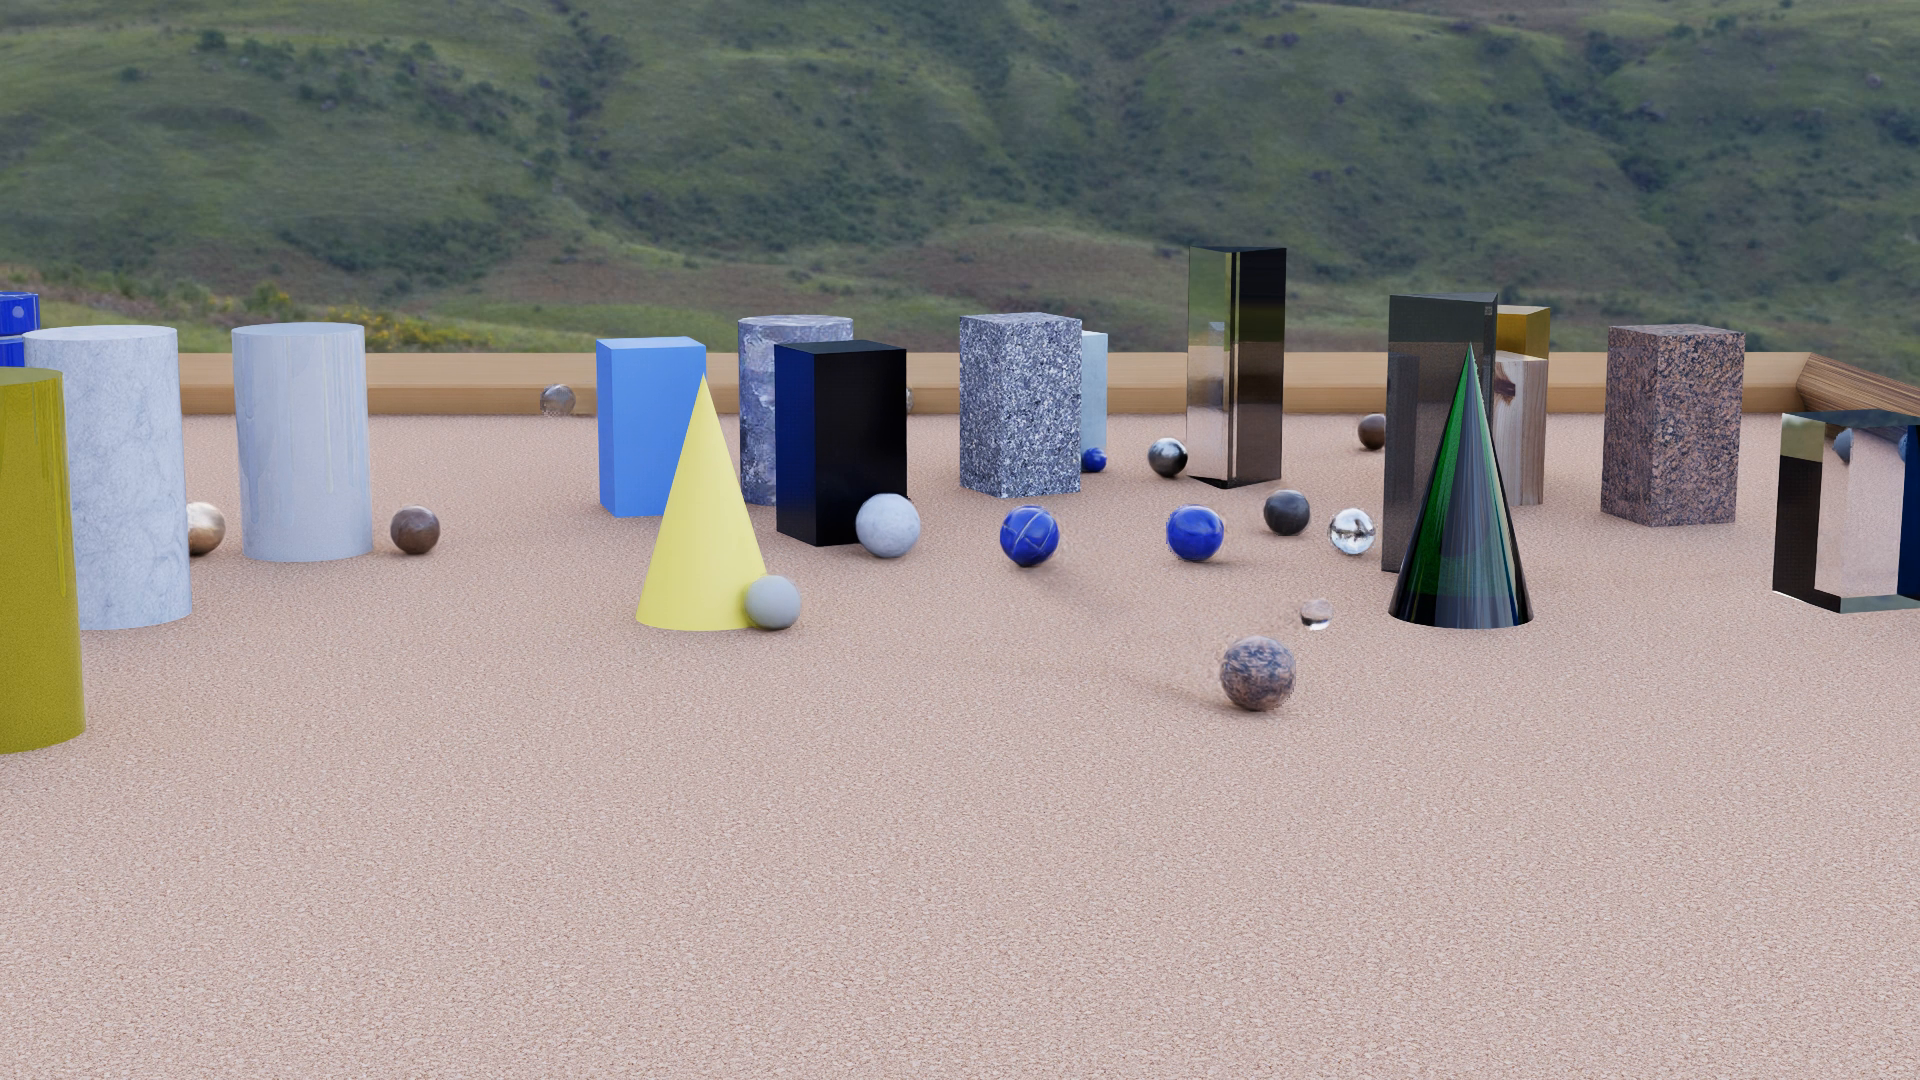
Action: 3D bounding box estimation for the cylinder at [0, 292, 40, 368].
[{"bbox_3d":[-1.445,-0.162,3.776,0.193,0.391,0.193,0,11,0],"label":"cylinder"}]

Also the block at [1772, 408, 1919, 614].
[{"bbox_3d":[1.230,-0.042,3.510,0.154,0.251,0.154,-3,11,-17],"label":"block"}]

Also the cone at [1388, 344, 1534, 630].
[{"bbox_3d":[0.671,-0.082,3.407,0.193,0.367,0.193,0,11,0],"label":"cone"}]

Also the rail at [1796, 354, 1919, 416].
[{"bbox_3d":[1.783,0.030,3.459,0.045,0.125,3.979,0,11,0],"label":"rail"}]

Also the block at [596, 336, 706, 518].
[{"bbox_3d":[-0.509,-0.189,4.236,0.154,0.275,0.154,-3,11,-17],"label":"block"}]

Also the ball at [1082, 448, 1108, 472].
[{"bbox_3d":[0.243,-0.145,4.626,0.045,0.045,0.045,0,11,0],"label":"ball"}]

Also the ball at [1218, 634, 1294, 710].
[{"bbox_3d":[0.338,0.151,2.925,0.086,0.086,0.086,0,11,0],"label":"ball"}]

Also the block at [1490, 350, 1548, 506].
[{"bbox_3d":[0.877,-0.188,4.319,0.154,0.242,0.154,-3,11,-18],"label":"block"}]

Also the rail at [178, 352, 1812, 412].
[{"bbox_3d":[-0.011,-0.327,5.382,3.613,0.125,0.045,0,11,0],"label":"rail"}]

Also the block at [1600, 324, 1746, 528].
[{"bbox_3d":[1.150,-0.188,4.145,0.154,0.305,0.154,-3,11,-16],"label":"block"}]

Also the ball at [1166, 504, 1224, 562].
[{"bbox_3d":[0.348,-0.010,3.796,0.084,0.084,0.084,0,11,0],"label":"ball"}]

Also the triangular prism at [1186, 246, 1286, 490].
[{"bbox_3d":[0.460,-0.308,4.512,0.145,0.409,0.167,9,14,41],"label":"triangular prism"}]

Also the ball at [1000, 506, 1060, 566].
[{"bbox_3d":[0.101,-0.006,3.761,0.088,0.088,0.088,0,11,0],"label":"ball"}]

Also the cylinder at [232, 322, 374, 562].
[{"bbox_3d":[-0.988,-0.150,3.859,0.193,0.336,0.193,0,11,0],"label":"cylinder"}]

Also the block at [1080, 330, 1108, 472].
[{"bbox_3d":[0.158,-0.255,4.670,0.154,0.245,0.154,-8,13,-36],"label":"block"}]

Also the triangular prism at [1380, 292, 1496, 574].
[{"bbox_3d":[0.723,-0.152,3.692,0.167,0.401,0.145,10,15,44],"label":"triangular prism"}]

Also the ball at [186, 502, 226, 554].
[{"bbox_3d":[-1.144,-0.018,3.854,0.078,0.078,0.078,0,11,0],"label":"ball"}]

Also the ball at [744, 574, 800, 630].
[{"bbox_3d":[-0.245,0.081,3.340,0.071,0.071,0.071,0,11,0],"label":"ball"}]

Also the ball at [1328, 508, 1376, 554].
[{"bbox_3d":[0.589,-0.013,3.854,0.069,0.069,0.069,0,11,0],"label":"ball"}]

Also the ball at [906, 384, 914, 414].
[{"bbox_3d":[-0.138,-0.293,5.323,0.082,0.082,0.082,0,11,0],"label":"ball"}]

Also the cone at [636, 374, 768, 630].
[{"bbox_3d":[-0.337,-0.060,3.401,0.193,0.326,0.193,0,11,0],"label":"cone"}]

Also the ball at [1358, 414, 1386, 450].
[{"bbox_3d":[0.793,-0.206,4.894,0.068,0.068,0.068,0,11,0],"label":"ball"}]

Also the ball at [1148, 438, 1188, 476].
[{"bbox_3d":[0.371,-0.148,4.575,0.070,0.070,0.070,0,11,0],"label":"ball"}]

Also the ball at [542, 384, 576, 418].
[{"bbox_3d":[-0.835,-0.289,5.335,0.070,0.070,0.070,0,11,0],"label":"ball"}]

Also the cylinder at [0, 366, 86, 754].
[{"bbox_3d":[-1.064,0.019,2.789,0.193,0.394,0.193,0,11,0],"label":"cylinder"}]

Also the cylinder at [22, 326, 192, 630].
[{"bbox_3d":[-1.128,-0.087,3.402,0.193,0.378,0.193,0,11,0],"label":"cylinder"}]

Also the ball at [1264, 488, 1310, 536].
[{"bbox_3d":[0.511,-0.044,4.007,0.073,0.073,0.073,0,11,0],"label":"ball"}]

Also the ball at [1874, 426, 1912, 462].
[{"bbox_3d":[1.727,-0.179,4.752,0.066,0.066,0.066,0,11,0],"label":"ball"}]

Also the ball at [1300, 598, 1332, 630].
[{"bbox_3d":[0.463,0.097,3.336,0.042,0.042,0.042,0,11,0],"label":"ball"}]

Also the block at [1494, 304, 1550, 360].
[{"bbox_3d":[0.943,-0.259,4.546,0.154,0.300,0.154,6,12,27],"label":"block"}]

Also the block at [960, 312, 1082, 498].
[{"bbox_3d":[0.103,-0.235,4.421,0.154,0.297,0.154,-5,12,-27],"label":"block"}]

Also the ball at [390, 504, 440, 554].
[{"bbox_3d":[-0.818,-0.016,3.854,0.075,0.075,0.075,0,11,0],"label":"ball"}]

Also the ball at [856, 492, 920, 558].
[{"bbox_3d":[-0.108,-0.022,3.828,0.096,0.096,0.096,0,11,0],"label":"ball"}]

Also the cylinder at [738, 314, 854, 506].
[{"bbox_3d":[-0.276,-0.220,4.333,0.193,0.301,0.193,0,11,0],"label":"cylinder"}]

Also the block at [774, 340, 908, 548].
[{"bbox_3d":[-0.186,-0.153,3.987,0.154,0.296,0.154,-5,12,-27],"label":"block"}]
